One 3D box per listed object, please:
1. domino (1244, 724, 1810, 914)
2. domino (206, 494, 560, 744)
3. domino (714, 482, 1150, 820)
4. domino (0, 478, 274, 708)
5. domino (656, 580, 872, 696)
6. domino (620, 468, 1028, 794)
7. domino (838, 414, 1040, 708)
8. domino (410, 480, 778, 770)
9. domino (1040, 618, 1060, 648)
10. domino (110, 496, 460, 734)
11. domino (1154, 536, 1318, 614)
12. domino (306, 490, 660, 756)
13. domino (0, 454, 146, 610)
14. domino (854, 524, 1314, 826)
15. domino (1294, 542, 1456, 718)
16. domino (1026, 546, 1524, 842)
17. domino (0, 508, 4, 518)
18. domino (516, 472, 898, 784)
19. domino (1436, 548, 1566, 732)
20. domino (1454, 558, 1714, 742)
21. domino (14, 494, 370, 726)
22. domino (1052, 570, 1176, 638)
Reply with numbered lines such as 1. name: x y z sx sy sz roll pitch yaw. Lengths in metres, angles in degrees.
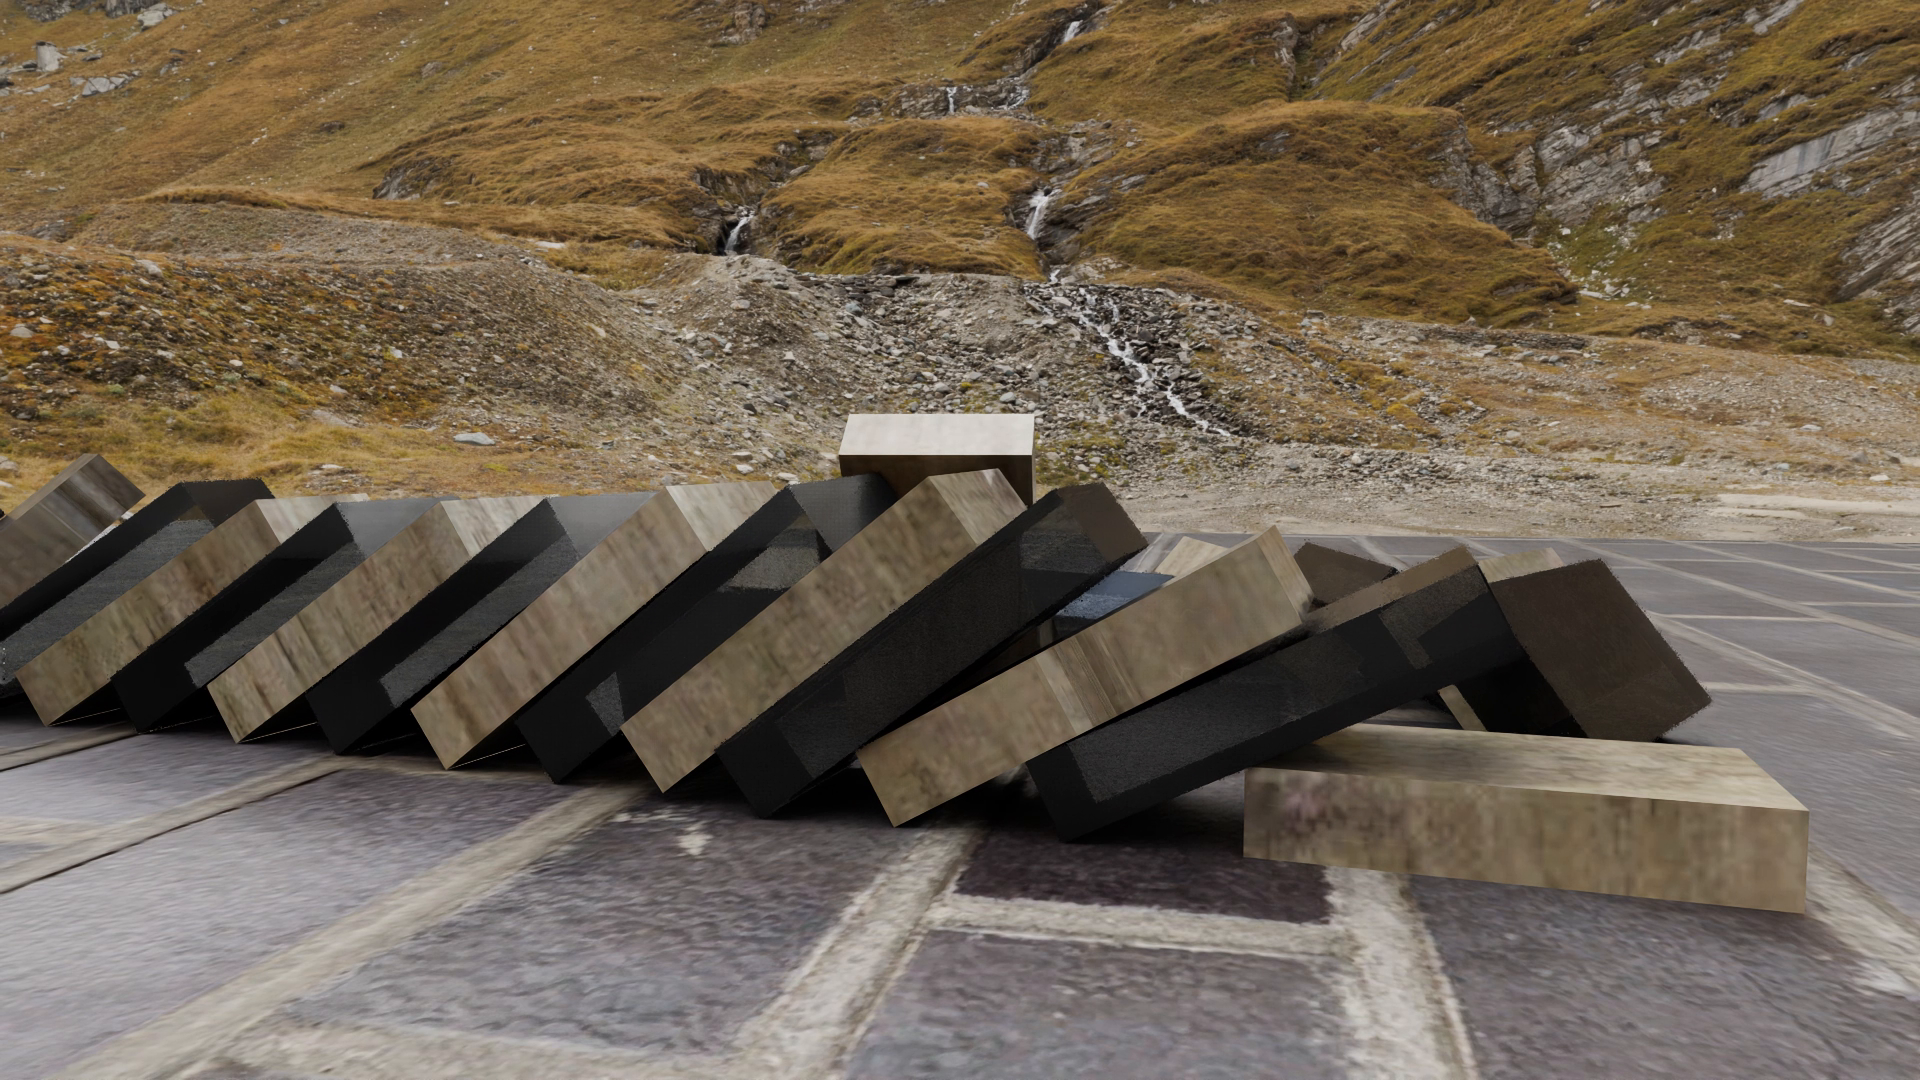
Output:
1. domino: 0.057 0.028 0.136 0.050 0.009 0.025 1 5 19
2. domino: -0.081 0.011 0.187 0.050 0.010 0.025 -33 -7 18
3. domino: -0.003 0.012 0.151 0.050 0.009 0.025 -38 -8 17
4. domino: -0.137 0.009 0.207 0.050 0.010 0.025 -35 5 0
5. domino: -0.021 0.016 0.209 0.050 0.009 0.025 -2 -29 -30
6. domino: -0.015 0.011 0.157 0.050 0.010 0.025 -38 -8 19
7. domino: -0.001 0.005 0.184 0.025 0.050 0.009 0 39 6
8. domino: -0.047 0.011 0.172 0.050 0.009 0.025 -37 -9 19
9. domino: -0.009 0.013 0.237 0.050 0.025 0.010 2 49 23
10. domino: -0.099 0.011 0.193 0.050 0.009 0.025 -32 -6 17
11. domino: 0.055 0.013 0.242 0.025 0.009 0.050 40 0 -6
12. domino: -0.064 0.011 0.179 0.050 0.010 0.025 -35 -8 20
13. domino: -0.162 0.006 0.214 0.025 0.009 0.050 5 49 51
14. domino: 0.015 0.015 0.147 0.050 0.009 0.025 -30 -5 18
15. domino: 0.071 0.014 0.218 0.025 0.010 0.050 43 3 -3
16. domino: 0.034 0.016 0.141 0.050 0.010 0.025 -27 -5 18
17. domino: -0.186 0.008 0.209 0.025 0.009 0.050 -3 38 13
18. domino: -0.031 0.011 0.164 0.050 0.009 0.025 -38 -8 21
19. domino: 0.084 0.015 0.192 0.050 0.025 0.009 -5 -32 -48
20. domino: 0.082 0.017 0.171 0.050 0.025 0.010 -5 -32 -48
21. domino: -0.117 0.010 0.201 0.050 0.010 0.025 -32 -2 11
22. domino: 0.024 0.014 0.245 0.050 0.010 0.025 4 -22 42
